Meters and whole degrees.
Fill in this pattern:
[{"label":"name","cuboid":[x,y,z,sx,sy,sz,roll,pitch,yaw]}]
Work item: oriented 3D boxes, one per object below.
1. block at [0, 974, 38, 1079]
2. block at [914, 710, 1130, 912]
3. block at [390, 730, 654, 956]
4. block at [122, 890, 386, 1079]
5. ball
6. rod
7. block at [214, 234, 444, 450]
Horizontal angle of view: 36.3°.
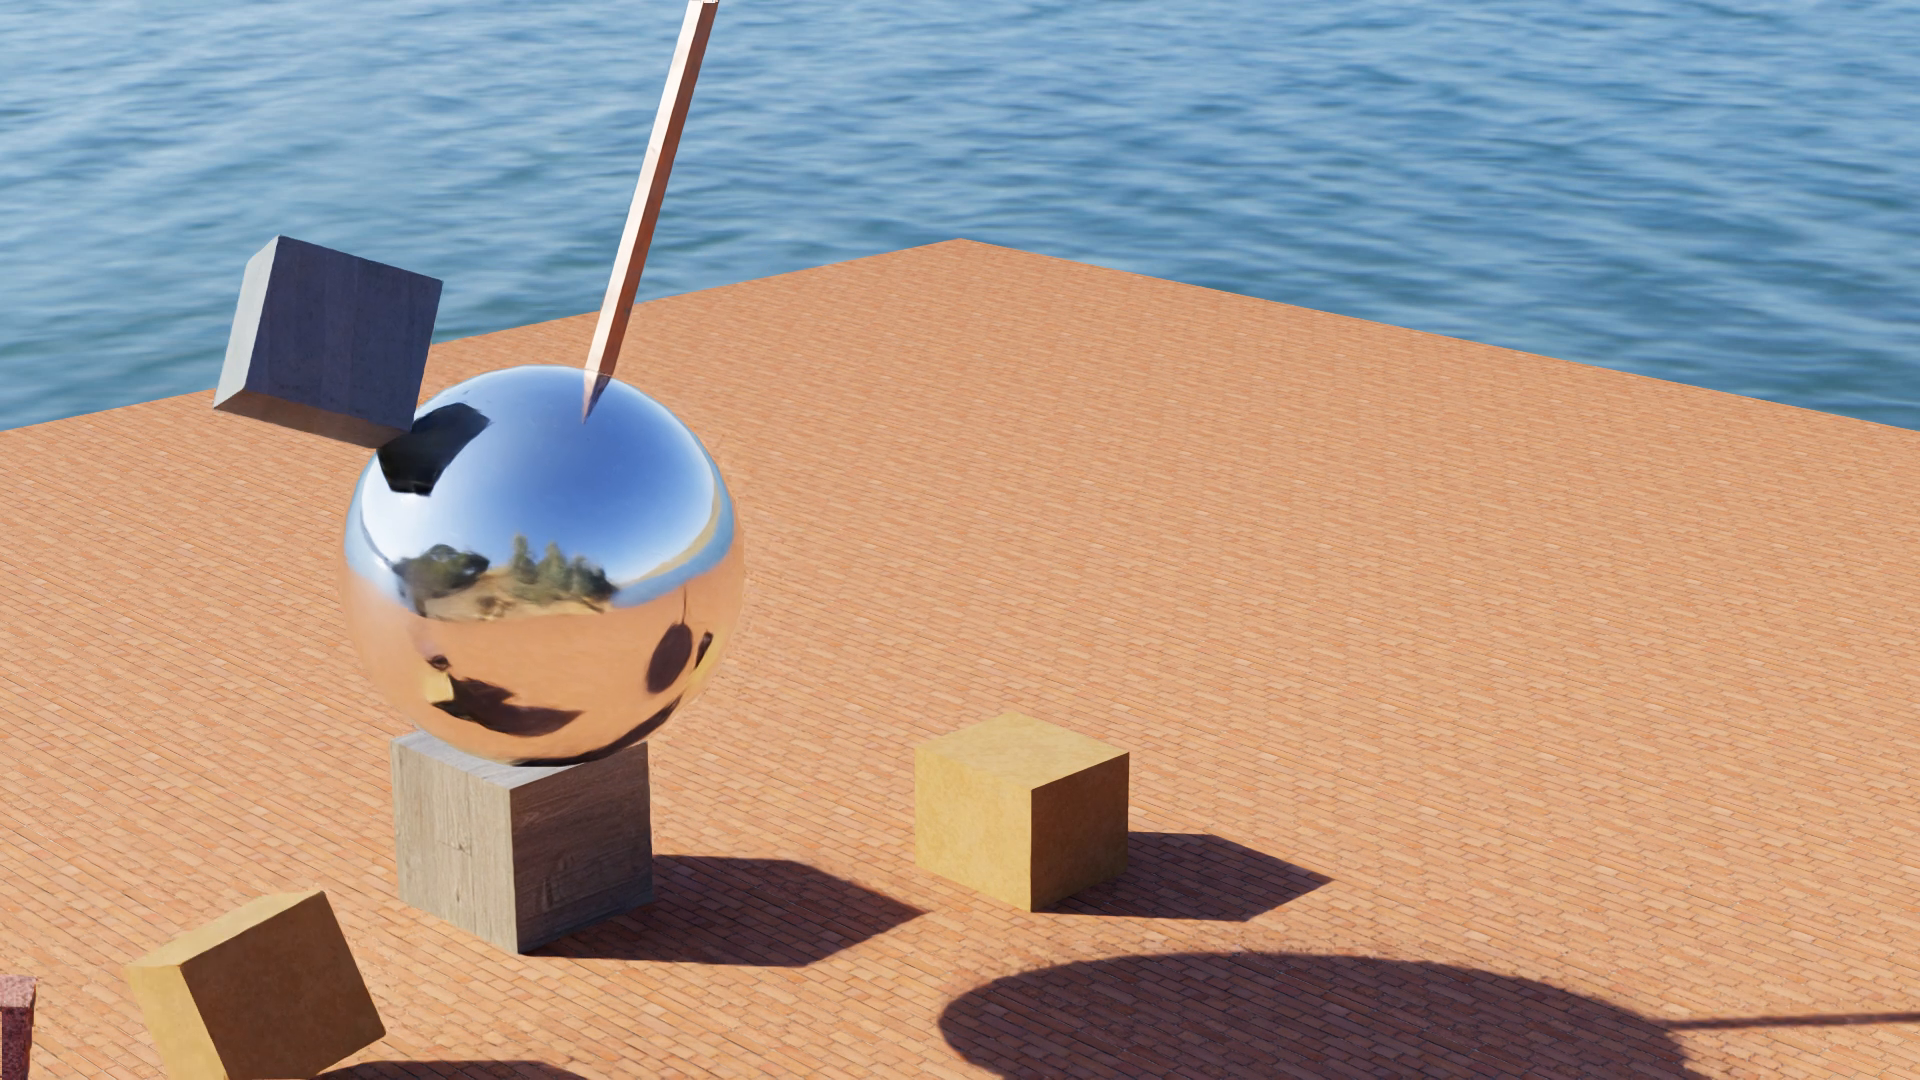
[{"label":"block","cuboid":[-3.616,1.838,10.585,0.481,0.447,0.512,5,3,-15]},{"label":"block","cuboid":[0.282,1.232,13.439,0.645,0.590,0.738,-17,24,-42]},{"label":"block","cuboid":[-1.951,1.253,13.074,0.845,0.770,0.775,16,23,41]},{"label":"block","cuboid":[-2.707,1.766,11.240,0.629,0.611,0.600,-27,9,-35]},{"label":"ball","cuboid":[-1.653,0.103,11.641,1.600,1.600,1.600,0,17,0]},{"label":"rod","cuboid":[-0.716,-3.165,11.596,0.080,5.200,0.080,17,1,42]},{"label":"block","cuboid":[-2.406,-0.742,11.159,0.635,0.593,0.567,15,-11,-23]}]
